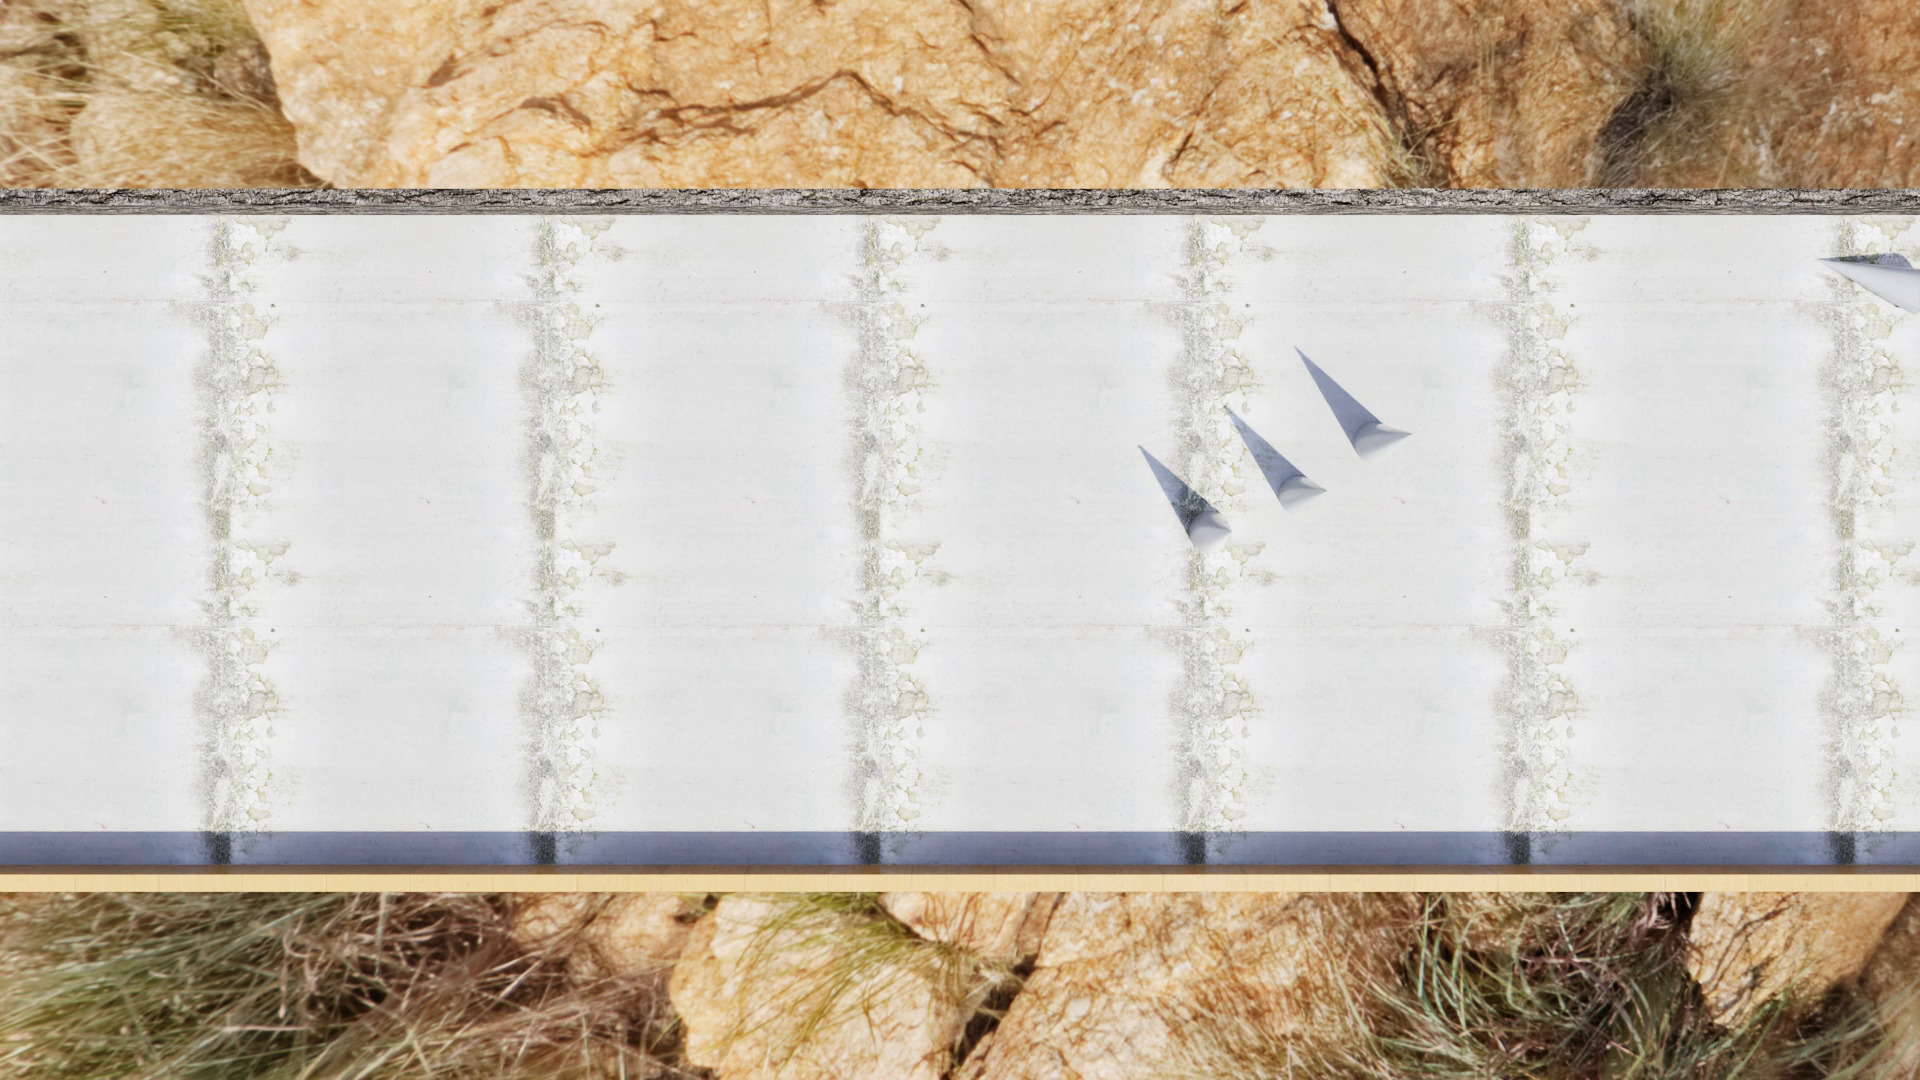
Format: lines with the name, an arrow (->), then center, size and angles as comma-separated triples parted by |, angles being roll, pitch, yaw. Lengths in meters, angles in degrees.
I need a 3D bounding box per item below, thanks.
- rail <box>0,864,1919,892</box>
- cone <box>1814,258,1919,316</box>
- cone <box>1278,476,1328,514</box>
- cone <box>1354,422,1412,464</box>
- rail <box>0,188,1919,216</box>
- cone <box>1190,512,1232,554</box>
rail -> -2.247, 1.025, 5.001 | 12.000, 0.150, 0.050 | 0, 90, 0
cone -> 2.778, -0.809, 5.042 | 0.329, 0.143, 0.143 | 21, 90, 12
cone -> 1.040, -0.139, 4.865 | 0.120, 0.423, 0.120 | 0, 90, 0
cone -> 1.275, -0.299, 4.857 | 0.126, 0.439, 0.126 | 0, 90, 0
rail -> -2.247, -1.025, 5.002 | 12.000, 0.150, 0.050 | 0, 90, 0
cone -> 0.772, -0.024, 4.875 | 0.132, 0.403, 0.132 | 0, 90, 0
